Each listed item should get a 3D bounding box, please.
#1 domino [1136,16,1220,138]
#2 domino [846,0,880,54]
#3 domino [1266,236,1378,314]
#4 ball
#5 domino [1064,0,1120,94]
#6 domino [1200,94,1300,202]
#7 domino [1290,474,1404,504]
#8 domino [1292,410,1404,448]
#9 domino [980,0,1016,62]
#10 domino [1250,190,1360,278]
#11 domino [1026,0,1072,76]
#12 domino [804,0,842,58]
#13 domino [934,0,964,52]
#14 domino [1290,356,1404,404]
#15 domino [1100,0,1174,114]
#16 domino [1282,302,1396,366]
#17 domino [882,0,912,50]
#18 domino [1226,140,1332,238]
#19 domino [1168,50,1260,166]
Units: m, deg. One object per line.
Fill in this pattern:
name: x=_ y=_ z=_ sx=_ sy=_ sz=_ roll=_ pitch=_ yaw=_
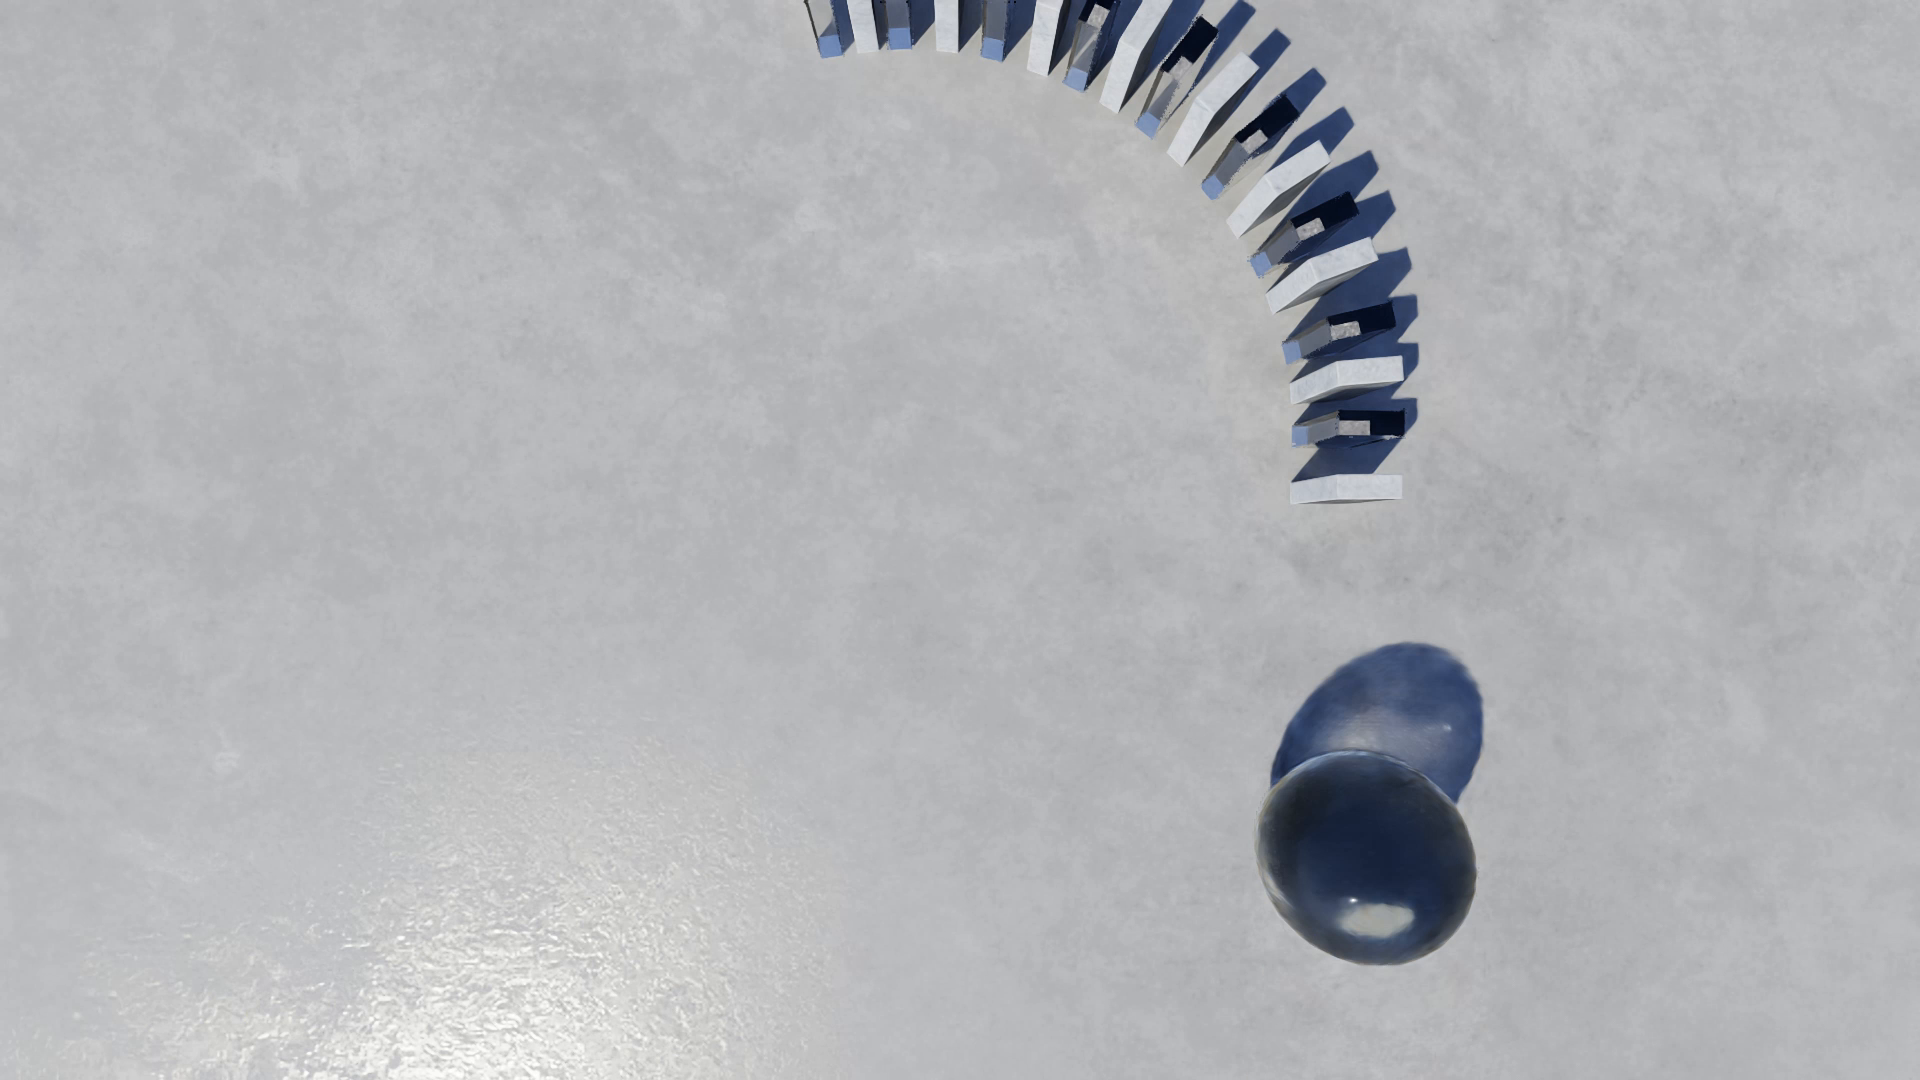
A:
domino: x=0.088 y=-0.188 z=0.375 sx=0.009 sy=0.050 sz=0.025 roll=38 pitch=90 yaw=0
domino: x=-0.041 y=-0.225 z=0.375 sx=0.010 sy=0.050 sz=0.025 roll=-7 pitch=90 yaw=0
domino: x=0.147 y=-0.107 z=0.375 sx=0.025 sy=0.050 sz=0.009 roll=-20 pitch=90 yaw=0
ball: x=0.158 y=0.124 z=0.360 sx=0.080 sy=0.080 sz=0.080 roll=0 pitch=90 yaw=0
domino: x=0.055 y=-0.208 z=0.375 sx=0.009 sy=0.050 sz=0.025 roll=26 pitch=90 yaw=0
domino: x=0.117 y=-0.159 z=0.375 sx=0.025 sy=0.050 sz=0.009 roll=-39 pitch=90 yaw=0
domino: x=0.157 y=-0.020 z=0.375 sx=0.025 sy=0.050 sz=0.009 roll=0 pitch=90 yaw=0
domino: x=0.157 y=-0.045 z=0.375 sx=0.025 sy=0.050 sz=0.010 roll=1 pitch=90 yaw=0
domino: x=0.017 y=-0.222 z=0.375 sx=0.009 sy=0.050 sz=0.025 roll=13 pitch=90 yaw=0
domino: x=0.140 y=-0.124 z=0.375 sx=0.025 sy=0.050 sz=0.009 roll=-26 pitch=90 yaw=0
domino: x=0.038 y=-0.216 z=0.375 sx=0.009 sy=0.050 sz=0.025 roll=20 pitch=90 yaw=0
domino: x=-0.058 y=-0.223 z=0.375 sx=0.009 sy=0.050 sz=0.025 roll=-8 pitch=90 yaw=0
domino: x=-0.004 y=-0.226 z=0.375 sx=0.010 sy=0.050 sz=0.025 roll=7 pitch=90 yaw=0
domino: x=0.157 y=-0.065 z=0.375 sx=0.025 sy=0.050 sz=0.010 roll=-5 pitch=90 yaw=0
domino: x=0.071 y=-0.199 z=0.375 sx=0.009 sy=0.050 sz=0.025 roll=32 pitch=90 yaw=0
domino: x=0.154 y=-0.084 z=0.375 sx=0.025 sy=0.050 sz=0.009 roll=-13 pitch=90 yaw=0
domino: x=-0.026 y=-0.227 z=0.375 sx=0.009 sy=0.050 sz=0.025 roll=-2 pitch=90 yaw=0
domino: x=0.129 y=-0.142 z=0.375 sx=0.025 sy=0.050 sz=0.009 roll=-33 pitch=90 yaw=0
domino: x=0.102 y=-0.175 z=0.375 sx=0.009 sy=0.050 sz=0.025 roll=44 pitch=90 yaw=0
